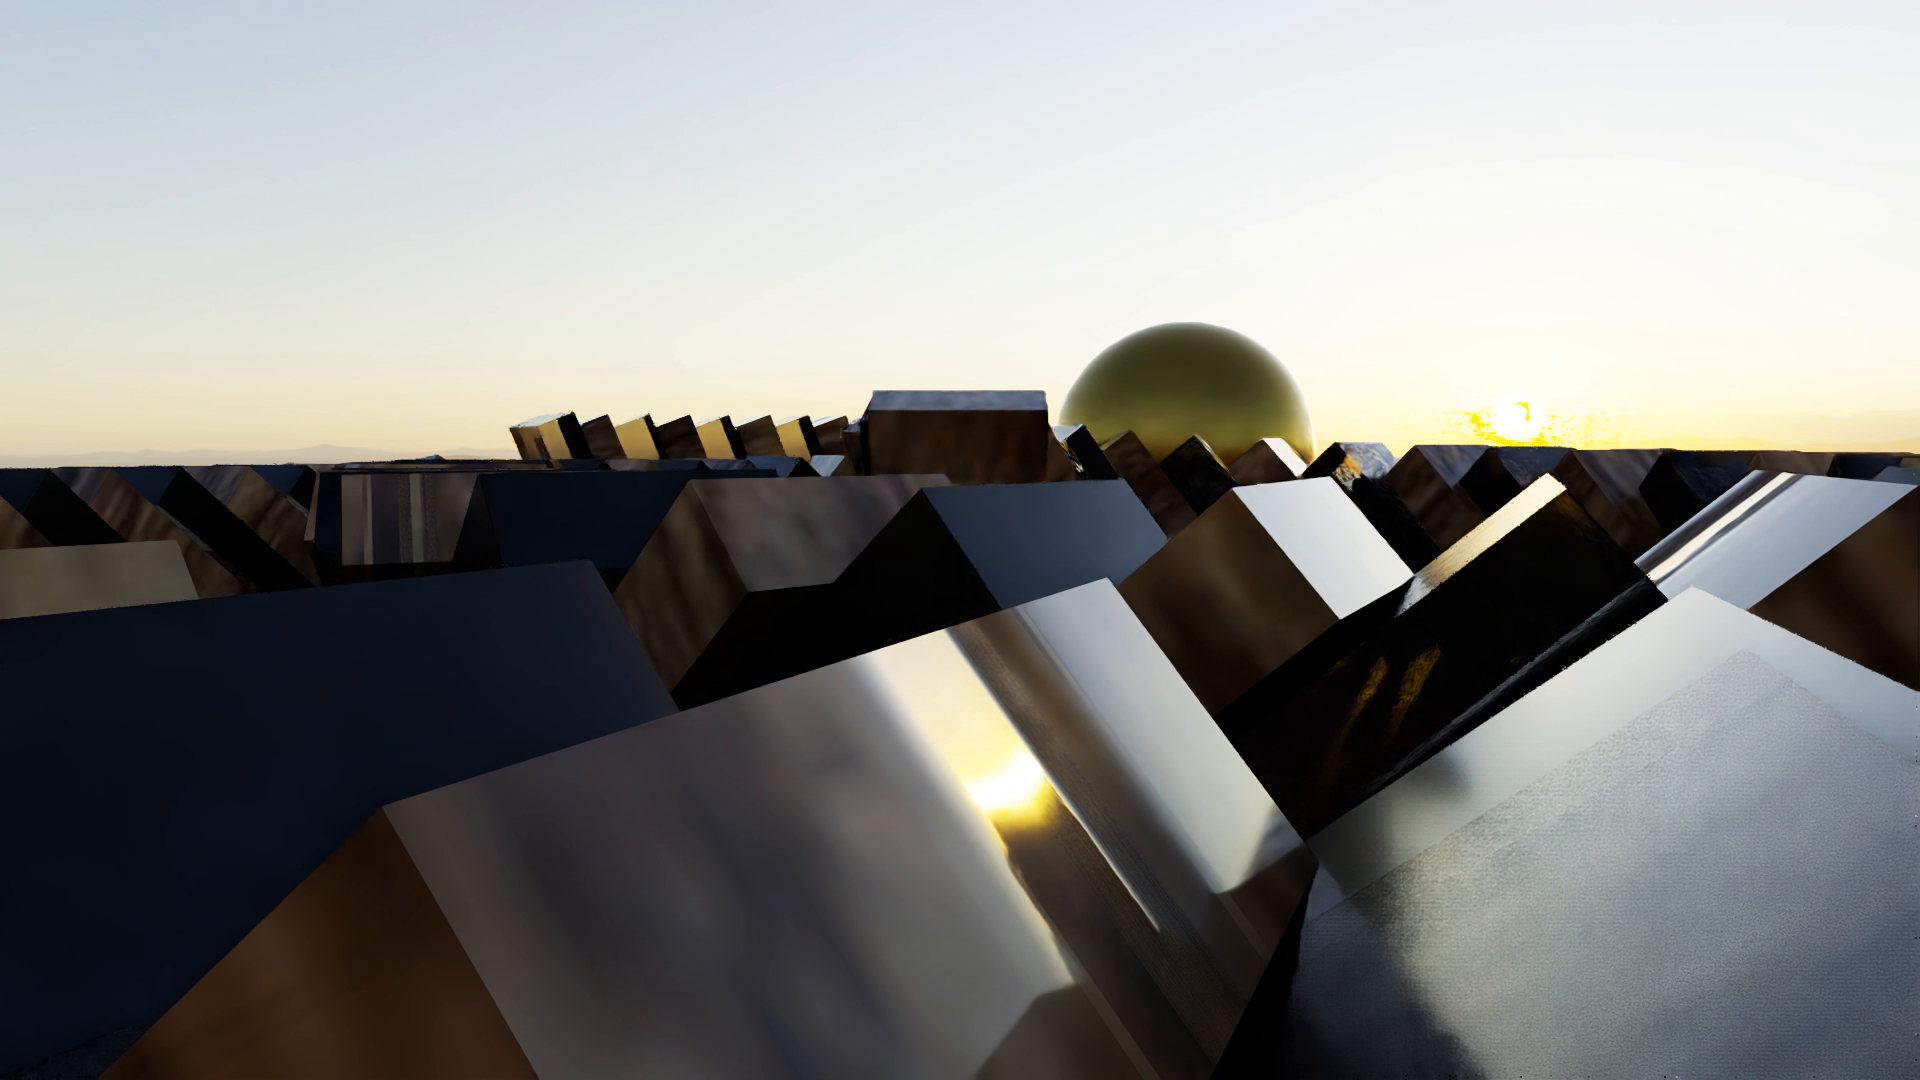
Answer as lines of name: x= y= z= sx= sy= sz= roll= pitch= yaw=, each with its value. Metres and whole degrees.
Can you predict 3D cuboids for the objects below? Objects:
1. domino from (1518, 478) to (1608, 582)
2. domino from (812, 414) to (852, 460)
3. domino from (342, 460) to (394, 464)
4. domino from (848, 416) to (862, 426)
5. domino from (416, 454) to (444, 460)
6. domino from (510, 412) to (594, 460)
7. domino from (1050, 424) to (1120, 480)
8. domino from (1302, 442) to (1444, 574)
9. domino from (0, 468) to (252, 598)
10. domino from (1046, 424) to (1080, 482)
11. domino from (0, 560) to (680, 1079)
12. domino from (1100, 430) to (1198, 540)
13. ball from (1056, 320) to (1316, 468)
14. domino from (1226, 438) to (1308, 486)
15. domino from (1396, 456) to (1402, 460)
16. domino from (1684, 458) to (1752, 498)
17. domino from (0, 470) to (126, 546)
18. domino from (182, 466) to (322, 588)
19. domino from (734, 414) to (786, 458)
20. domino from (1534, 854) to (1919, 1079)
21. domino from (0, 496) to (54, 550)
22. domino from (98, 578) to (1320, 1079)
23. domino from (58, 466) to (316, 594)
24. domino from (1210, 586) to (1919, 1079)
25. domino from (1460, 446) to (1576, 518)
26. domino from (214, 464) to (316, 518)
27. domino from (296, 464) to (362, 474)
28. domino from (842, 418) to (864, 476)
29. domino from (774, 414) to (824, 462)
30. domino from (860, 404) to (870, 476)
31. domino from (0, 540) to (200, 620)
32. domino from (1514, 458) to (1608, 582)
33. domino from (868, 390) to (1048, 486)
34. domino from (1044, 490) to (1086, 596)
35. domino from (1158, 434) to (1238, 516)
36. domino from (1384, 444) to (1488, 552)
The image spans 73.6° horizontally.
domino: x=0.138 y=0.000 z=0.304 sx=0.025 sy=0.010 sz=0.050 roll=-4 pitch=45 yaw=-48
domino: x=-0.031 y=-0.009 z=0.358 sx=0.010 sy=0.050 sz=0.025 roll=-22 pitch=11 yaw=-17
domino: x=-0.114 y=0.001 z=0.287 sx=0.025 sy=0.010 sz=0.050 roll=1 pitch=-34 yaw=33
domino: x=-0.021 y=-0.010 z=0.361 sx=0.010 sy=0.050 sz=0.025 roll=-22 pitch=11 yaw=-17
domino: x=-0.111 y=0.000 z=0.303 sx=0.025 sy=0.009 sz=0.050 roll=-4 pitch=-37 yaw=44
domino: x=-0.096 y=-0.007 z=0.322 sx=0.010 sy=0.050 sz=0.025 roll=-28 pitch=18 yaw=-30
domino: x=0.030 y=0.000 z=0.255 sx=0.010 sy=0.050 sz=0.025 roll=-37 pitch=12 yaw=-9
domino: x=0.093 y=0.002 z=0.257 sx=0.025 sy=0.050 sz=0.009 roll=-5 pitch=-36 yaw=-51
domino: x=-0.134 y=0.007 z=0.210 sx=0.025 sy=0.010 sz=0.050 roll=1 pitch=-35 yaw=11
domino: x=0.018 y=0.001 z=0.246 sx=0.010 sy=0.050 sz=0.025 roll=-39 pitch=21 yaw=-21
domino: x=-0.032 y=0.020 z=0.038 sx=0.050 sy=0.010 sz=0.025 roll=-42 pitch=-17 yaw=26
domino: x=0.045 y=0.000 z=0.261 sx=0.010 sy=0.050 sz=0.025 roll=-38 pitch=2 yaw=5
ball: x=0.069 y=-0.027 z=0.397 sx=0.080 sy=0.080 sz=0.080 roll=0 pitch=4 yaw=0
domino: x=0.076 y=0.001 z=0.260 sx=0.009 sy=0.050 sz=0.025 roll=-43 pitch=-12 yaw=20
domino: x=0.125 y=-0.001 z=0.313 sx=0.025 sy=0.010 sz=0.050 roll=-4 pitch=45 yaw=-52
domino: x=0.174 y=0.003 z=0.271 sx=0.025 sy=0.010 sz=0.050 roll=-2 pitch=45 yaw=-30
domino: x=-0.135 y=0.009 z=0.193 sx=0.025 sy=0.010 sz=0.050 roll=0 pitch=-35 yaw=5
domino: x=-0.129 y=0.005 z=0.241 sx=0.025 sy=0.010 sz=0.050 roll=1 pitch=-34 yaw=18
domino: x=-0.050 y=-0.009 z=0.353 sx=0.010 sy=0.050 sz=0.025 roll=-22 pitch=11 yaw=-17
domino: x=0.015 y=0.021 z=0.025 sx=0.050 sy=0.010 sz=0.025 roll=-39 pitch=-7 yaw=15
domino: x=-0.134 y=0.010 z=0.177 sx=0.025 sy=0.010 sz=0.050 roll=0 pitch=-35 yaw=2
domino: x=-0.016 y=0.021 z=0.033 sx=0.050 sy=0.010 sz=0.025 roll=-40 pitch=-12 yaw=21
domino: x=-0.132 y=0.006 z=0.226 sx=0.025 sy=0.010 sz=0.050 roll=1 pitch=-34 yaw=15
domino: x=0.000 y=0.021 z=0.029 sx=0.050 sy=0.010 sz=0.025 roll=-39 pitch=-8 yaw=17
domino: x=0.118 y=0.004 z=0.237 sx=0.025 sy=0.010 sz=0.050 roll=-2 pitch=50 yaw=-29
domino: x=-0.125 y=0.004 z=0.257 sx=0.025 sy=0.010 sz=0.050 roll=2 pitch=-34 yaw=23
domino: x=-0.119 y=0.003 z=0.272 sx=0.025 sy=0.009 sz=0.050 roll=2 pitch=-34 yaw=26
domino: x=-0.001 y=0.001 z=0.223 sx=0.025 sy=0.050 sz=0.010 roll=3 pitch=33 yaw=37
domino: x=-0.040 y=-0.009 z=0.355 sx=0.009 sy=0.050 sz=0.025 roll=-22 pitch=11 yaw=-17
domino: x=-0.001 y=0.002 z=0.206 sx=0.025 sy=0.050 sz=0.009 roll=1 pitch=28 yaw=8
domino: x=-0.047 y=0.020 z=0.045 sx=0.025 sy=0.010 sz=0.050 roll=-6 pitch=-32 yaw=-52
domino: x=0.151 y=0.001 z=0.294 sx=0.025 sy=0.009 sz=0.050 roll=-4 pitch=45 yaw=-42
domino: x=0.000 y=0.003 z=0.192 sx=0.025 sy=0.050 sz=0.010 roll=0 pitch=24 yaw=1
domino: x=0.007 y=0.001 z=0.235 sx=0.025 sy=0.050 sz=0.010 roll=5 pitch=37 yaw=49
domino: x=0.061 y=0.001 z=0.262 sx=0.009 sy=0.050 sz=0.025 roll=-40 pitch=-5 yaw=13
domino: x=0.107 y=0.003 z=0.248 sx=0.025 sy=0.050 sz=0.009 roll=-3 pitch=-39 yaw=-36
